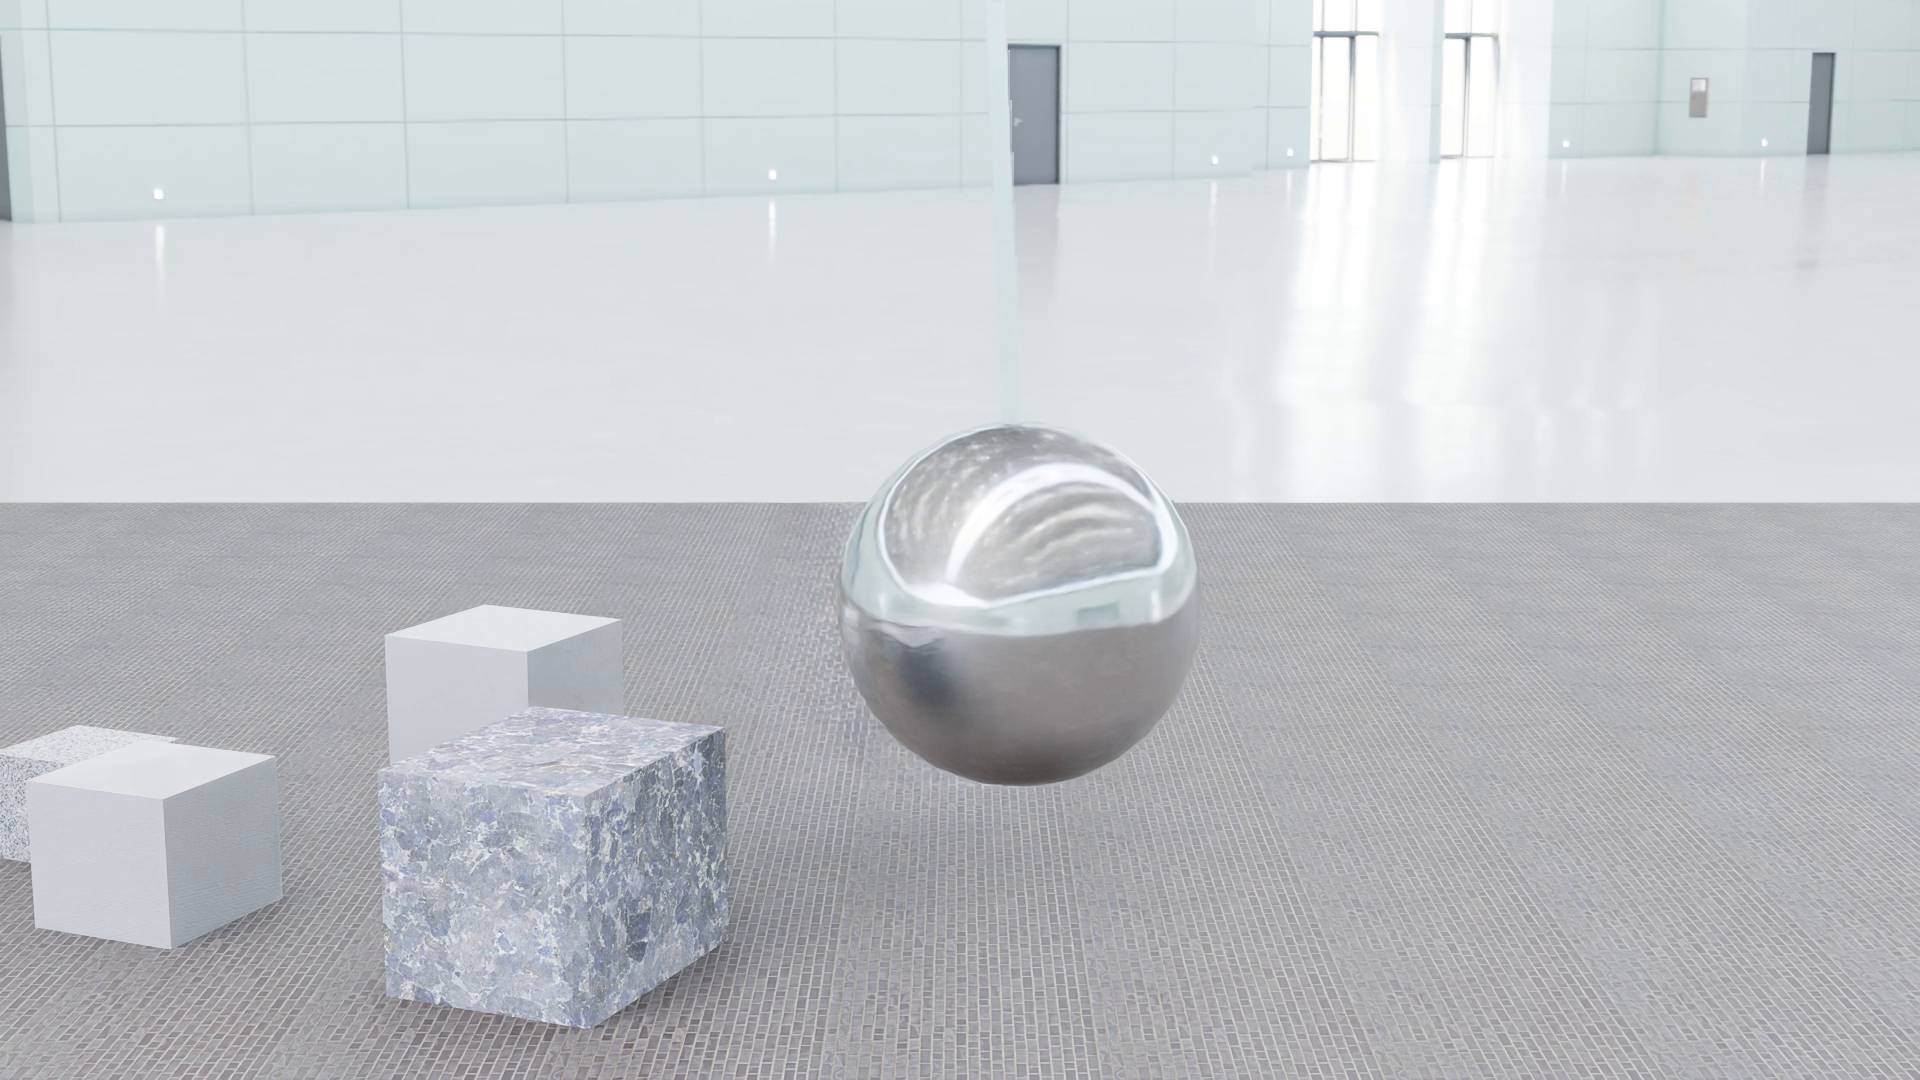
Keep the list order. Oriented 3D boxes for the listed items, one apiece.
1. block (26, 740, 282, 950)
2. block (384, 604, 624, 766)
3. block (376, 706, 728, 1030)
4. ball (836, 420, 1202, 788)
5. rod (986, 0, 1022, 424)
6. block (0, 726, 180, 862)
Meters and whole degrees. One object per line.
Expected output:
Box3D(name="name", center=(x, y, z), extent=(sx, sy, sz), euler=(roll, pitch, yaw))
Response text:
Box3D(name="block", center=(-3.387, 1.269, 10.822), extent=(0.707, 0.632, 0.719), euler=(4, 11, 23))
Box3D(name="block", center=(-2.206, 0.846, 12.512), extent=(0.820, 0.860, 0.799), euler=(5, 11, 25))
Box3D(name="block", center=(-1.581, 1.258, 10.137), extent=(0.907, 0.897, 1.098), euler=(4, 11, 22))
Box3D(name="ball", center=(0.258, 0.279, 11.231), extent=(1.600, 1.600, 1.600), euler=(0, 10, 0))
Box3D(name="rod", center=(0.112, -3.063, 10.623), extent=(0.080, 5.200, 0.080), euler=(-2, 10, 0))
Box3D(name="block", center=(-3.979, 1.177, 11.725), extent=(0.605, 0.490, 0.553), euler=(5, 11, 24))
